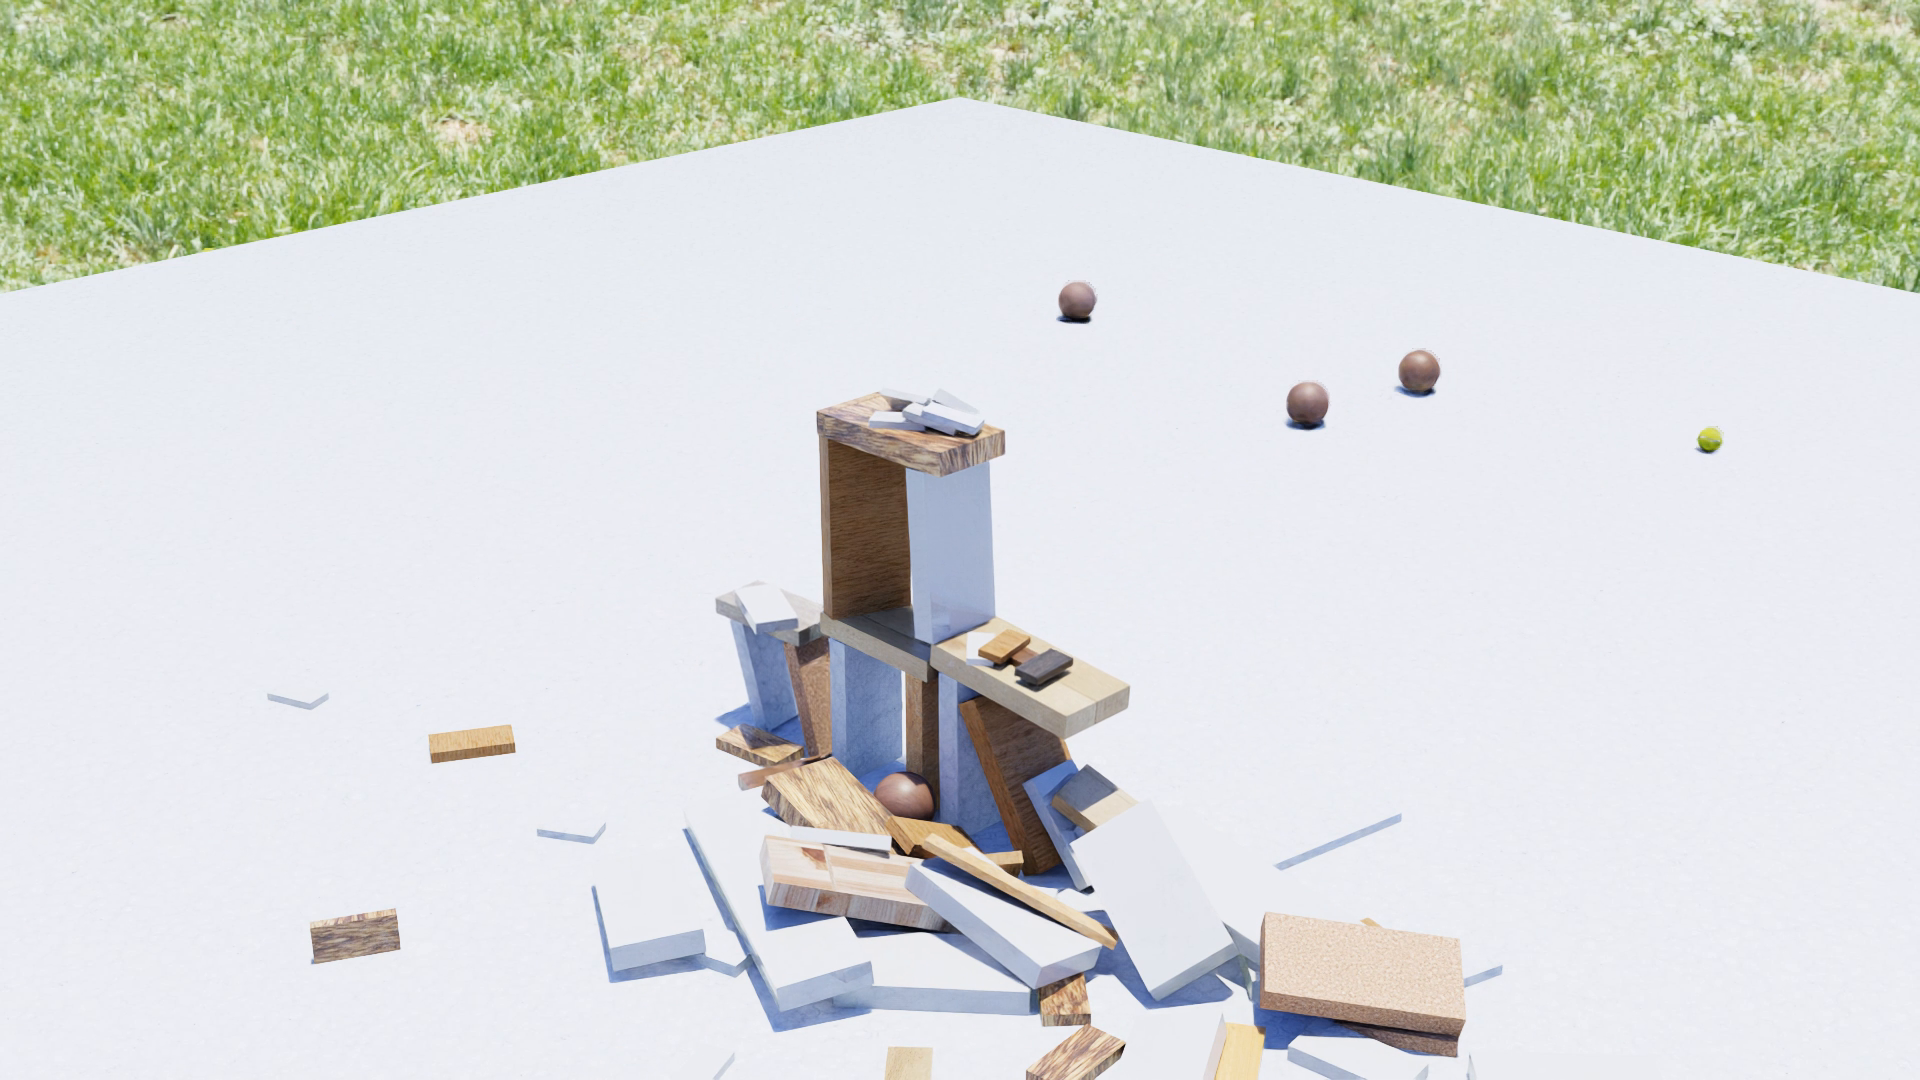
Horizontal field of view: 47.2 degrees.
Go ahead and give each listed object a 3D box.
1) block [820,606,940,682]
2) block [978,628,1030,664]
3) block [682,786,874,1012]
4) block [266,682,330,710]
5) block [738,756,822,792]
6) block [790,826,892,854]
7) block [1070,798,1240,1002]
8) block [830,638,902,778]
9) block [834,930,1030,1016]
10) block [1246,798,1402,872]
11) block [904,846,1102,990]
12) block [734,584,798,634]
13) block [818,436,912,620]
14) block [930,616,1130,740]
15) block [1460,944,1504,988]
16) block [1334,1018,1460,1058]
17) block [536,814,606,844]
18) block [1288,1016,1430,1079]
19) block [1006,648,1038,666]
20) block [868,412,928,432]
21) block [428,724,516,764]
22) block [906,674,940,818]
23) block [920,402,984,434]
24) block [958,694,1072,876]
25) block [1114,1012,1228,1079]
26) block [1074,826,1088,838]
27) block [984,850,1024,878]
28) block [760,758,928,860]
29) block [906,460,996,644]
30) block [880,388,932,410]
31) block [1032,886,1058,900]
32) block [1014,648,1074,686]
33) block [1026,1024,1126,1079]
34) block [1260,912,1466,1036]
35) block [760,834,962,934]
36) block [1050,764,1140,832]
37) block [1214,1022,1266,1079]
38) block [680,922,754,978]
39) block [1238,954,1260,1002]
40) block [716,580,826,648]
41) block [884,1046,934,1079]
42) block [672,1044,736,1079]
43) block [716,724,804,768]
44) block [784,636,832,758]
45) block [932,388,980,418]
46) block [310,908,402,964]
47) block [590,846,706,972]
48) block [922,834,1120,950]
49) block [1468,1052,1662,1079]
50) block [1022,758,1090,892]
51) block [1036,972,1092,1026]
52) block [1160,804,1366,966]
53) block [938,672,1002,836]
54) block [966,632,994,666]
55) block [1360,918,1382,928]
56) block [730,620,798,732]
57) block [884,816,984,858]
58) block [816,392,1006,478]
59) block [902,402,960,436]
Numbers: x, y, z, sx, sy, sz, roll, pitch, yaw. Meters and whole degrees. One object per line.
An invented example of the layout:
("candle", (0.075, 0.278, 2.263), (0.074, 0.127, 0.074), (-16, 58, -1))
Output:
("block", (-0.118, 0.191, 4.437), (0.159, 0.045, 0.319), (-21, 31, -40))
("block", (0.085, 0.203, 4.196), (0.053, 0.015, 0.105), (19, 30, 28))
("block", (-0.350, 0.650, 4.091), (0.171, 0.048, 0.724), (-14, 23, -16))
("block", (-1.480, 0.349, 4.917), (0.122, 0.017, 0.061), (10, 25, 23))
("block", (-0.358, 0.497, 4.557), (0.184, 0.026, 0.092), (-11, 25, -24))
("block", (-0.225, 0.567, 4.102), (0.185, 0.026, 0.093), (7, -22, -4))
("block", (0.346, 0.640, 3.941), (0.170, 0.048, 0.339), (-31, 50, 2))
("block", (-0.194, 0.330, 4.575), (0.045, 0.319, 0.159), (21, 31, 40))
("block", (-0.044, 0.765, 3.896), (0.341, 0.048, 0.171), (2, 23, 4))
("block", (0.718, 0.585, 4.354), (0.361, 0.022, 0.076), (-15, 27, -32))
("block", (0.075, 0.673, 3.945), (0.334, 0.047, 0.167), (33, 26, 35))
("block", (-0.410, 0.145, 4.644), (0.092, 0.026, 0.184), (-8, 24, -18))
("block", (-0.190, -0.040, 4.424), (0.174, 0.390, 0.049), (-10, 25, -23))
("block", (0.131, 0.258, 4.197), (0.178, 0.050, 0.355), (-21, 35, -41))
("block", (0.884, 0.768, 3.922), (0.152, 0.022, 0.076), (-12, 26, -27))
("block", (0.751, 0.828, 3.772), (0.208, 0.029, 0.104), (7, 24, 15))
("block", (-0.774, 0.576, 4.382), (0.122, 0.017, 0.061), (6, 24, 14))
("block", (0.664, 0.870, 3.672), (0.208, 0.029, 0.104), (17, 28, 35))
("block", (0.132, 0.231, 4.179), (0.105, 0.015, 0.053), (25, 33, 36))
("block", (-0.115, -0.228, 4.212), (0.110, 0.016, 0.055), (4, 23, 11))
("block", (-1.044, 0.436, 4.702), (0.175, 0.025, 0.088), (-6, 24, -15))
("block", (-0.038, 0.386, 4.443), (0.045, 0.319, 0.159), (19, 30, 38))
("block", (-0.014, -0.230, 4.162), (0.110, 0.016, 0.055), (19, 25, 13))
("block", (0.138, 0.452, 4.272), (0.178, 0.355, 0.050), (-21, 0, -40))
("block", (0.334, 0.877, 3.589), (0.151, 0.043, 0.301), (-7, 21, 20))
("block", (0.332, 0.607, 4.166), (0.115, 0.033, 0.229), (-18, 55, -36))
("block", (0.031, 0.625, 4.184), (0.168, 0.084, 0.024), (-4, 62, -9))
("block", (-0.216, 0.557, 4.261), (0.171, 0.048, 0.341), (-13, 40, -40))
("block", (-0.016, 0.008, 4.244), (0.174, 0.348, 0.049), (-21, 27, -40))
("block", (-0.098, -0.266, 4.260), (0.110, 0.055, 0.016), (14, 71, 33))
("block", (0.083, 0.680, 4.125), (0.185, 0.026, 0.093), (5, 24, 12))
("block", (0.158, 0.238, 4.133), (0.055, 0.016, 0.110), (23, 32, 34))
("block", (0.195, 0.872, 3.675), (0.084, 0.024, 0.168), (18, 29, 36))
("block", (0.686, 0.741, 3.760), (0.339, 0.048, 0.170), (8, 42, 1))
("block", (-0.160, 0.630, 4.010), (0.398, 0.047, 0.167), (11, 20, -15))
("block", (0.297, 0.532, 4.181), (0.229, 0.033, 0.115), (36, 43, 16))
("block", (0.446, 0.876, 3.658), (0.104, 0.029, 0.208), (5, 24, 12))
("block", (-0.453, 0.738, 3.990), (0.175, 0.025, 0.088), (12, 26, 27))
("block", (0.578, 0.729, 3.988), (0.151, 0.043, 0.302), (-1, 23, -3))
("block", (-0.389, 0.155, 4.698), (0.254, 0.036, 0.127), (19, 30, 37))
("block", (-0.086, 0.892, 3.631), (0.076, 0.022, 0.152), (1, 23, 2))
("block", (-0.429, 0.884, 3.655), (0.061, 0.017, 0.121), (9, 25, 20))
("block", (-0.426, 0.442, 4.687), (0.175, 0.025, 0.088), (17, 28, 34))
("block", (-0.292, 0.321, 4.679), (0.036, 0.254, 0.127), (0, 17, 44))
("block", (-0.010, -0.241, 4.348), (0.092, 0.026, 0.184), (31, -12, 6))
("block", (-1.093, 0.716, 3.976), (0.152, 0.076, 0.022), (-7, 24, -17))
("block", (-0.578, 0.676, 4.059), (0.167, 0.047, 0.334), (-10, 20, -12))
("block", (0.110, 0.631, 3.958), (0.387, 0.016, 0.055), (27, 11, 9))
("block", (0.993, 0.900, 3.584), (0.301, 0.043, 0.151), (1, 23, 2))
("block", (0.222, 0.546, 4.227), (0.115, 0.230, 0.033), (-21, -11, -40))
("block", (0.179, 0.793, 3.861), (0.084, 0.024, 0.168), (-1, 23, -3))
("block", (0.510, 0.649, 3.969), (0.170, 0.048, 0.483), (-30, 44, -33))
("block", (0.041, 0.403, 4.356), (0.178, 0.355, 0.050), (-21, 30, -40))
("block", (0.039, 0.209, 4.212), (0.053, 0.015, 0.105), (3, 26, 0))
("block", (0.720, 0.725, 3.961), (0.152, 0.022, 0.076), (-7, 32, -46))
("block", (-0.416, 0.275, 4.788), (0.036, 0.254, 0.127), (-1, 18, 40))
("block", (-0.048, 0.580, 4.240), (0.185, 0.026, 0.093), (15, 20, -41))
("block", (-0.098, -0.208, 4.248), (0.174, 0.049, 0.348), (-21, 30, -40))
("block", (-0.050, -0.231, 4.184), (0.110, 0.016, 0.055), (20, 25, 16))
